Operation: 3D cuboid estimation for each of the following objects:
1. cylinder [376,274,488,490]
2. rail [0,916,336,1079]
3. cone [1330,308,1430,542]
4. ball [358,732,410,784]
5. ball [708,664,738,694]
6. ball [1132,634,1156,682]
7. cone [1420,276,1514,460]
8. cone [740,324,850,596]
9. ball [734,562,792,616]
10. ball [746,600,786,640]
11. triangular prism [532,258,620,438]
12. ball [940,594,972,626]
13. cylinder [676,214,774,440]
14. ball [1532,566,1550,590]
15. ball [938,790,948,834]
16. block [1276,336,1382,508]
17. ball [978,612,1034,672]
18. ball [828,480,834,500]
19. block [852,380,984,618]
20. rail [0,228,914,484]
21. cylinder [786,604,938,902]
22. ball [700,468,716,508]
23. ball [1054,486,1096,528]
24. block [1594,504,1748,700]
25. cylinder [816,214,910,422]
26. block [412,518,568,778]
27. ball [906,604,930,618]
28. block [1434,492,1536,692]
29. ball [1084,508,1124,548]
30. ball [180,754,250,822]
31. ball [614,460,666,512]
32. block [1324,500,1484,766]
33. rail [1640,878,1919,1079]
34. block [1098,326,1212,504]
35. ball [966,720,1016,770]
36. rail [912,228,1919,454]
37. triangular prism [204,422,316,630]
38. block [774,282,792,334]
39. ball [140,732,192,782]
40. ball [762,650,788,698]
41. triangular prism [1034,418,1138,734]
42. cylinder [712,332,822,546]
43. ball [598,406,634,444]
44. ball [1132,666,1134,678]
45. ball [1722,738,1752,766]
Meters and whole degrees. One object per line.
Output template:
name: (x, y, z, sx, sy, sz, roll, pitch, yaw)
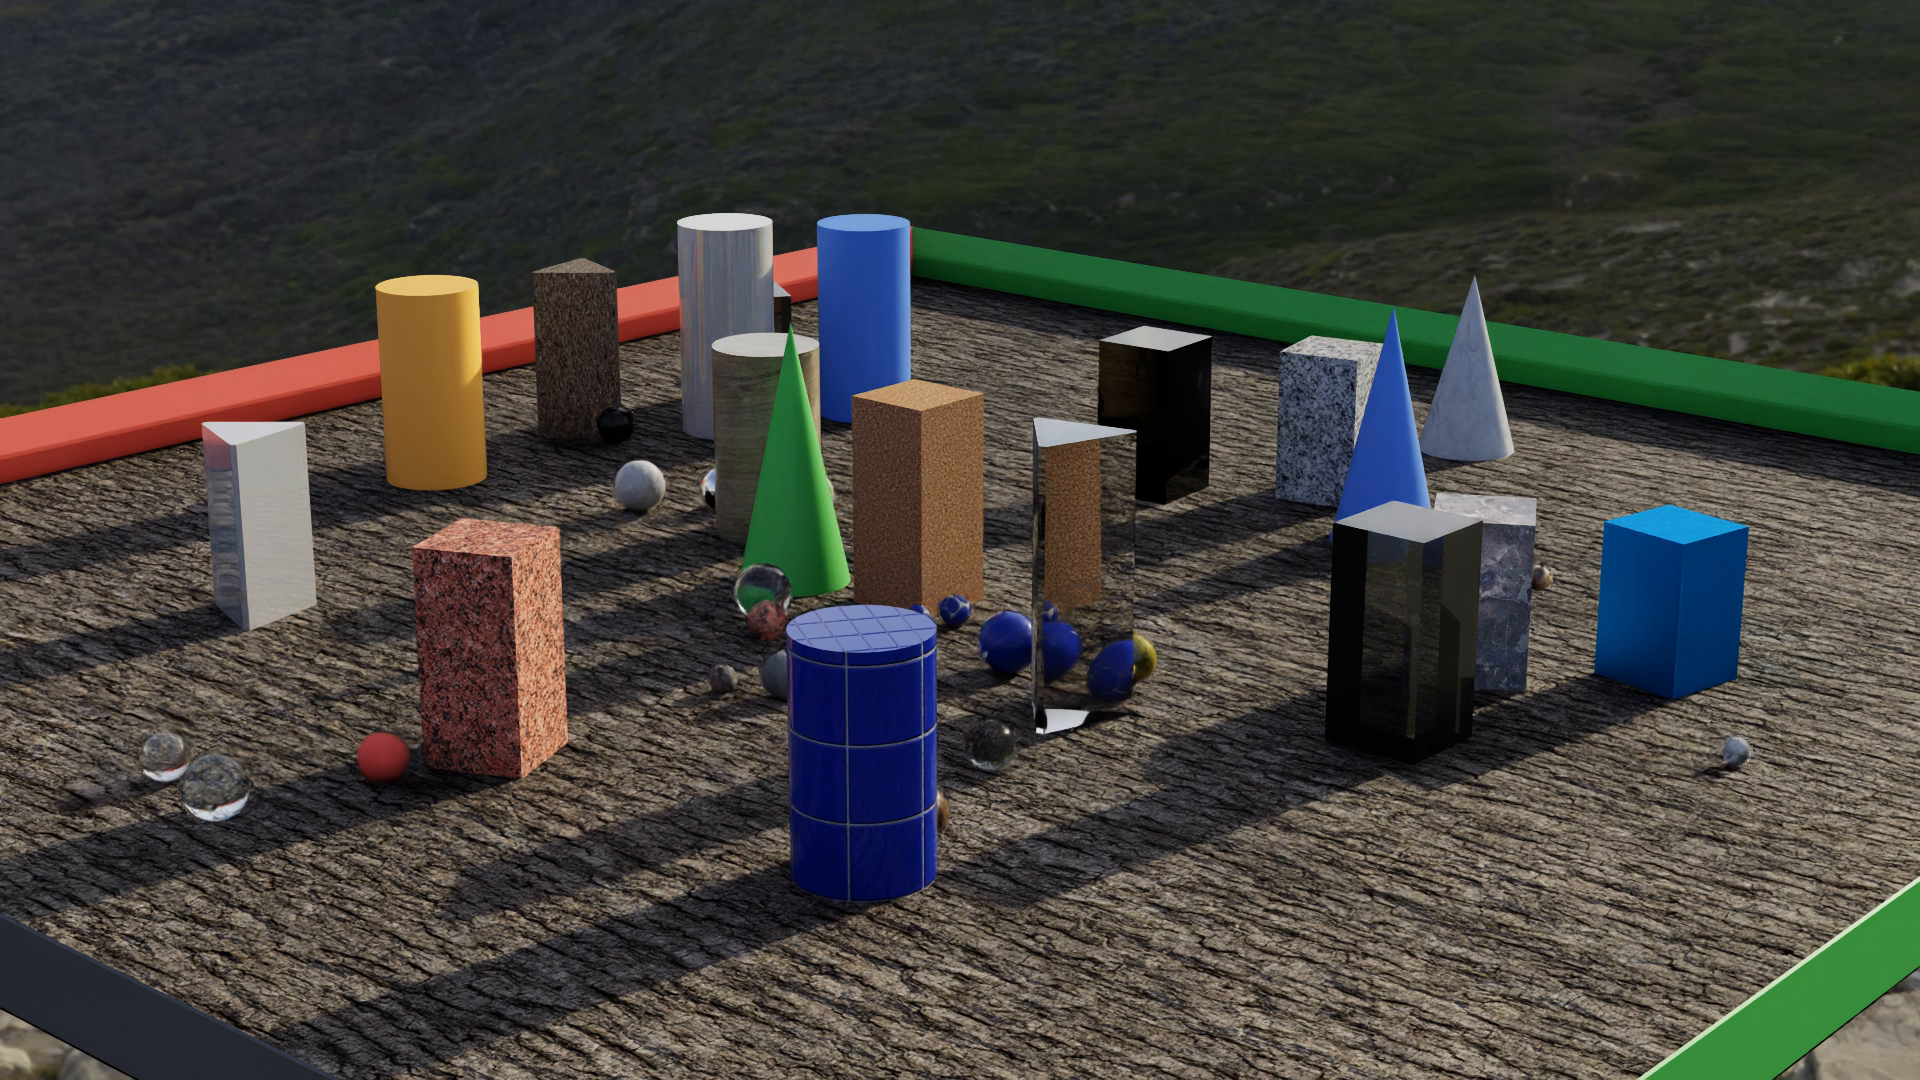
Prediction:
cylinder: (-1.048, -0.313, 5.817, 0.199, 0.391, 0.199, 0, 17, 0)
rail: (-1.301, 0.464, 3.685, 3.822, 0.129, 0.045, 14, 22, 39)
cone: (0.788, -0.212, 5.389, 0.199, 0.444, 0.199, 0, 17, 0)
ball: (-0.838, 0.317, 4.273, 0.074, 0.074, 0.074, 0, 17, 0)
ball: (-0.376, 0.220, 4.647, 0.045, 0.045, 0.045, 0, 17, 0)
ball: (0.276, 0.188, 4.698, 0.076, 0.076, 0.076, 0, 17, 0)
cone: (1.050, -0.366, 6.034, 0.199, 0.367, 0.199, 0, 17, 0)
cone: (-0.294, -0.154, 5.152, 0.199, 0.469, 0.199, 0, 17, 0)
ball: (-0.336, 0.087, 4.995, 0.098, 0.098, 0.098, 0, 17, 0)
ball: (-0.322, 0.134, 4.894, 0.067, 0.067, 0.067, 0, 17, 0)
triangular prism: (-0.800, -0.407, 6.193, 0.172, 0.353, 0.149, 0, 17, 0)
ball: (-0.008, 0.119, 4.965, 0.055, 0.055, 0.055, 0, 17, 0)
cylinder: (-0.491, -0.451, 6.182, 0.199, 0.444, 0.199, 0, 17, 0)
ball: (1.018, 0.067, 5.160, 0.043, 0.043, 0.043, 0, 17, 0)
ball: (-0.056, 0.377, 4.065, 0.080, 0.080, 0.080, 0, 17, 0)
block: (0.724, -0.231, 5.711, 0.159, 0.294, 0.159, 9, 19, 28)
ball: (0.080, 0.165, 4.735, 0.099, 0.099, 0.099, 0, 17, 0)
ball: (-0.281, -0.090, 5.610, 0.082, 0.082, 0.082, 0, 17, 0)
block: (-0.072, -0.071, 5.049, 0.159, 0.370, 0.159, 14, 22, 39)
rail: (-1.425, -0.325, 6.305, 0.045, 0.129, 4.015, 14, 22, 39)
cylinder: (-0.130, 0.283, 3.913, 0.199, 0.348, 0.199, 0, 17, 0)
ball: (-0.461, -0.100, 5.644, 0.081, 0.081, 0.081, 0, 17, 0)
ball: (0.218, -0.061, 5.523, 0.078, 0.078, 0.078, 0, 17, 0)
block: (1.137, 0.097, 4.690, 0.159, 0.255, 0.159, -13, 21, -36)
cylinder: (-0.206, -0.478, 6.319, 0.199, 0.417, 0.199, 0, 17, 0)
block: (-0.693, 0.159, 4.339, 0.159, 0.340, 0.159, 5, 18, 17)
ball: (-0.072, 0.132, 4.937, 0.046, 0.046, 0.046, 0, 17, 0)
block: (0.836, 0.082, 4.704, 0.159, 0.275, 0.159, 3, 17, 11)
ball: (0.266, -0.023, 5.406, 0.072, 0.072, 0.072, 0, 17, 0)
ball: (-1.049, 0.349, 4.130, 0.096, 0.096, 0.096, 0, 17, 0)
ball: (-0.615, -0.104, 5.627, 0.099, 0.099, 0.099, 0, 17, 0)
block: (0.666, 0.137, 4.405, 0.159, 0.344, 0.159, 15, 22, 40)
rail: (1.425, 0.389, 3.935, 0.045, 0.129, 4.015, 14, 22, 39)
block: (0.381, -0.246, 5.745, 0.159, 0.304, 0.159, 12, 21, 35)
ball: (0.046, 0.302, 4.321, 0.075, 0.075, 0.075, 0, 17, 0)
rail: (1.301, -0.400, 6.554, 3.822, 0.129, 0.045, 14, 22, 39)
triangular prism: (-1.225, -0.034, 5.006, 0.149, 0.324, 0.172, 10, 19, 29)
block: (-0.465, -0.429, 6.453, 0.159, 0.245, 0.159, -5, 17, -15)
ball: (-1.158, 0.317, 4.275, 0.073, 0.073, 0.073, 0, 17, 0)
ball: (-0.275, 0.212, 4.619, 0.076, 0.076, 0.076, 0, 17, 0)
triangular prism: (0.155, 0.047, 4.513, 0.172, 0.453, 0.149, -10, 19, -30)
cylinder: (-0.358, -0.188, 5.455, 0.199, 0.360, 0.199, 0, 17, 0)
ball: (-0.718, -0.241, 6.122, 0.076, 0.076, 0.076, 0, 17, 0)
ball: (0.230, 0.203, 4.624, 0.091, 0.091, 0.091, 0, 17, 0)
ball: (1.150, 0.313, 4.341, 0.042, 0.042, 0.042, 0, 17, 0)
